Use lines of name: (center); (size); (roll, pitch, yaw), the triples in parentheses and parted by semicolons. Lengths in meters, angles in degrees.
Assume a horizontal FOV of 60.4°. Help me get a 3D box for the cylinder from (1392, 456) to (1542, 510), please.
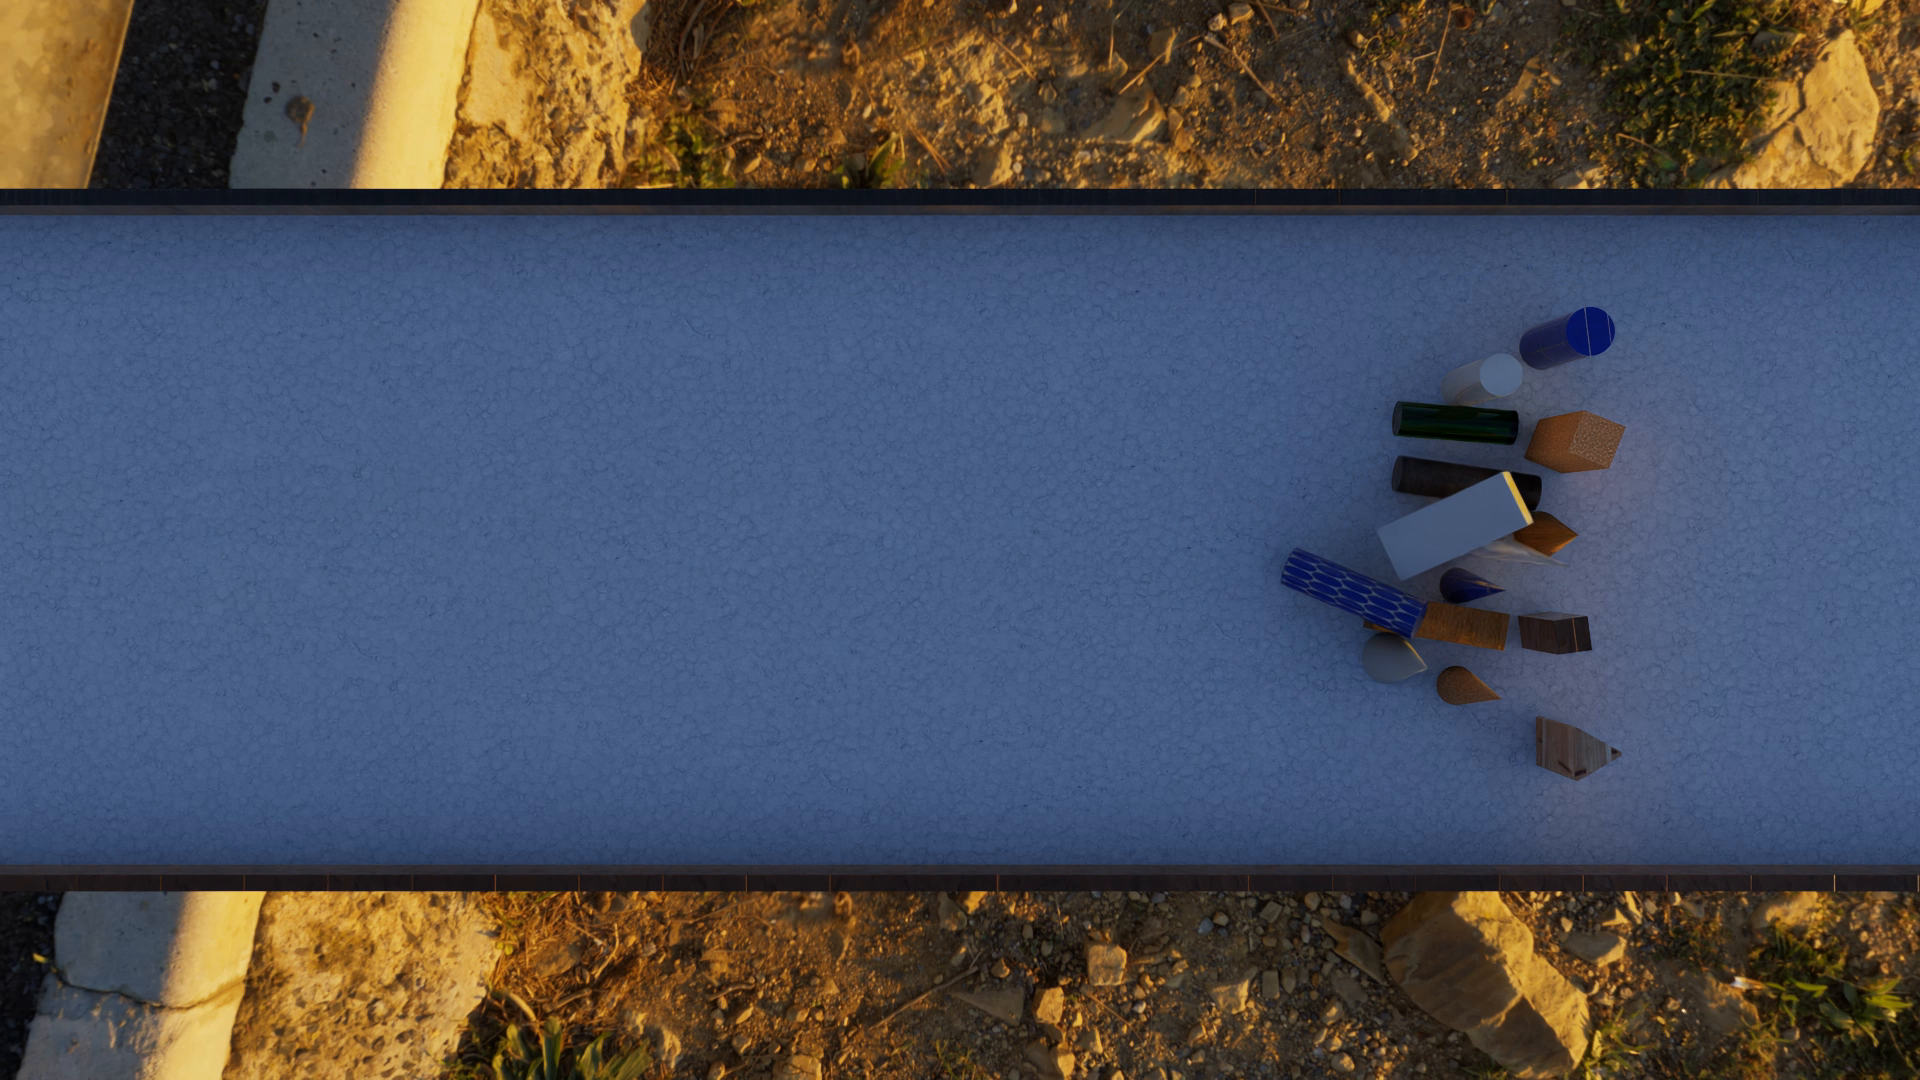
cylinder: (1.541, -0.173, 5.022); (0.424, 0.109, 0.109); (8, 90, 0)

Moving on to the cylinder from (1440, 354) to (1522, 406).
cylinder: (1.541, -0.469, 4.887); (0.123, 0.378, 0.123); (0, 89, 0)

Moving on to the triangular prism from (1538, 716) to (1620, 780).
triangular prism: (1.810, 0.599, 4.917); (0.153, 0.318, 0.132); (-31, 90, 0)

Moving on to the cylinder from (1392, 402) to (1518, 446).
cylinder: (1.507, -0.356, 5.023); (0.354, 0.107, 0.107); (5, 90, 0)

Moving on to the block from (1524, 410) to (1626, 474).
block: (1.818, -0.288, 4.893); (0.128, 0.368, 0.128); (22, 90, 0)

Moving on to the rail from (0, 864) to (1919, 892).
rail: (-2.247, 1.025, 5.001); (12.000, 0.150, 0.050); (0, 90, 0)

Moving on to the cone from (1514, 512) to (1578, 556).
cone: (1.780, -0.014, 4.911); (0.150, 0.330, 0.150); (0, 90, 0)

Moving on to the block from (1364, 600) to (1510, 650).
block: (1.448, 0.246, 5.021); (0.401, 0.112, 0.112); (9, 90, 0)

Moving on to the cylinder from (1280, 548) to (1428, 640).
cylinder: (1.177, 0.158, 4.934); (0.418, 0.123, 0.123); (24, 90, 24)

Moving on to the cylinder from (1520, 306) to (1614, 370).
cylinder: (1.791, -0.593, 4.881); (0.139, 0.391, 0.139); (0, 90, 0)

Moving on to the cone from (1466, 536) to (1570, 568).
cone: (1.676, 0.036, 4.941); (0.319, 0.113, 0.113); (20, 90, 34)

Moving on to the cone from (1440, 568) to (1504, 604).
cone: (1.532, 0.141, 4.849); (0.113, 0.456, 0.113); (0, 90, 0)

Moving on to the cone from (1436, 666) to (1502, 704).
cone: (1.527, 0.448, 4.860); (0.121, 0.432, 0.121); (0, 90, 0)

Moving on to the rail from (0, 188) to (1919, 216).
rail: (-2.247, -1.025, 5.002); (12.000, 0.150, 0.050); (0, 90, 0)

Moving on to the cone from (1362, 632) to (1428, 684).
cone: (1.317, 0.361, 4.857); (0.160, 0.438, 0.160); (0, 90, 0)

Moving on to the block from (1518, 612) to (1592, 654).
block: (1.773, 0.276, 4.924); (0.100, 0.304, 0.100); (-8, 90, 0)

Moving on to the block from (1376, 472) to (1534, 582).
block: (1.473, -0.041, 4.908); (0.397, 0.170, 0.170); (-27, 81, 24)
